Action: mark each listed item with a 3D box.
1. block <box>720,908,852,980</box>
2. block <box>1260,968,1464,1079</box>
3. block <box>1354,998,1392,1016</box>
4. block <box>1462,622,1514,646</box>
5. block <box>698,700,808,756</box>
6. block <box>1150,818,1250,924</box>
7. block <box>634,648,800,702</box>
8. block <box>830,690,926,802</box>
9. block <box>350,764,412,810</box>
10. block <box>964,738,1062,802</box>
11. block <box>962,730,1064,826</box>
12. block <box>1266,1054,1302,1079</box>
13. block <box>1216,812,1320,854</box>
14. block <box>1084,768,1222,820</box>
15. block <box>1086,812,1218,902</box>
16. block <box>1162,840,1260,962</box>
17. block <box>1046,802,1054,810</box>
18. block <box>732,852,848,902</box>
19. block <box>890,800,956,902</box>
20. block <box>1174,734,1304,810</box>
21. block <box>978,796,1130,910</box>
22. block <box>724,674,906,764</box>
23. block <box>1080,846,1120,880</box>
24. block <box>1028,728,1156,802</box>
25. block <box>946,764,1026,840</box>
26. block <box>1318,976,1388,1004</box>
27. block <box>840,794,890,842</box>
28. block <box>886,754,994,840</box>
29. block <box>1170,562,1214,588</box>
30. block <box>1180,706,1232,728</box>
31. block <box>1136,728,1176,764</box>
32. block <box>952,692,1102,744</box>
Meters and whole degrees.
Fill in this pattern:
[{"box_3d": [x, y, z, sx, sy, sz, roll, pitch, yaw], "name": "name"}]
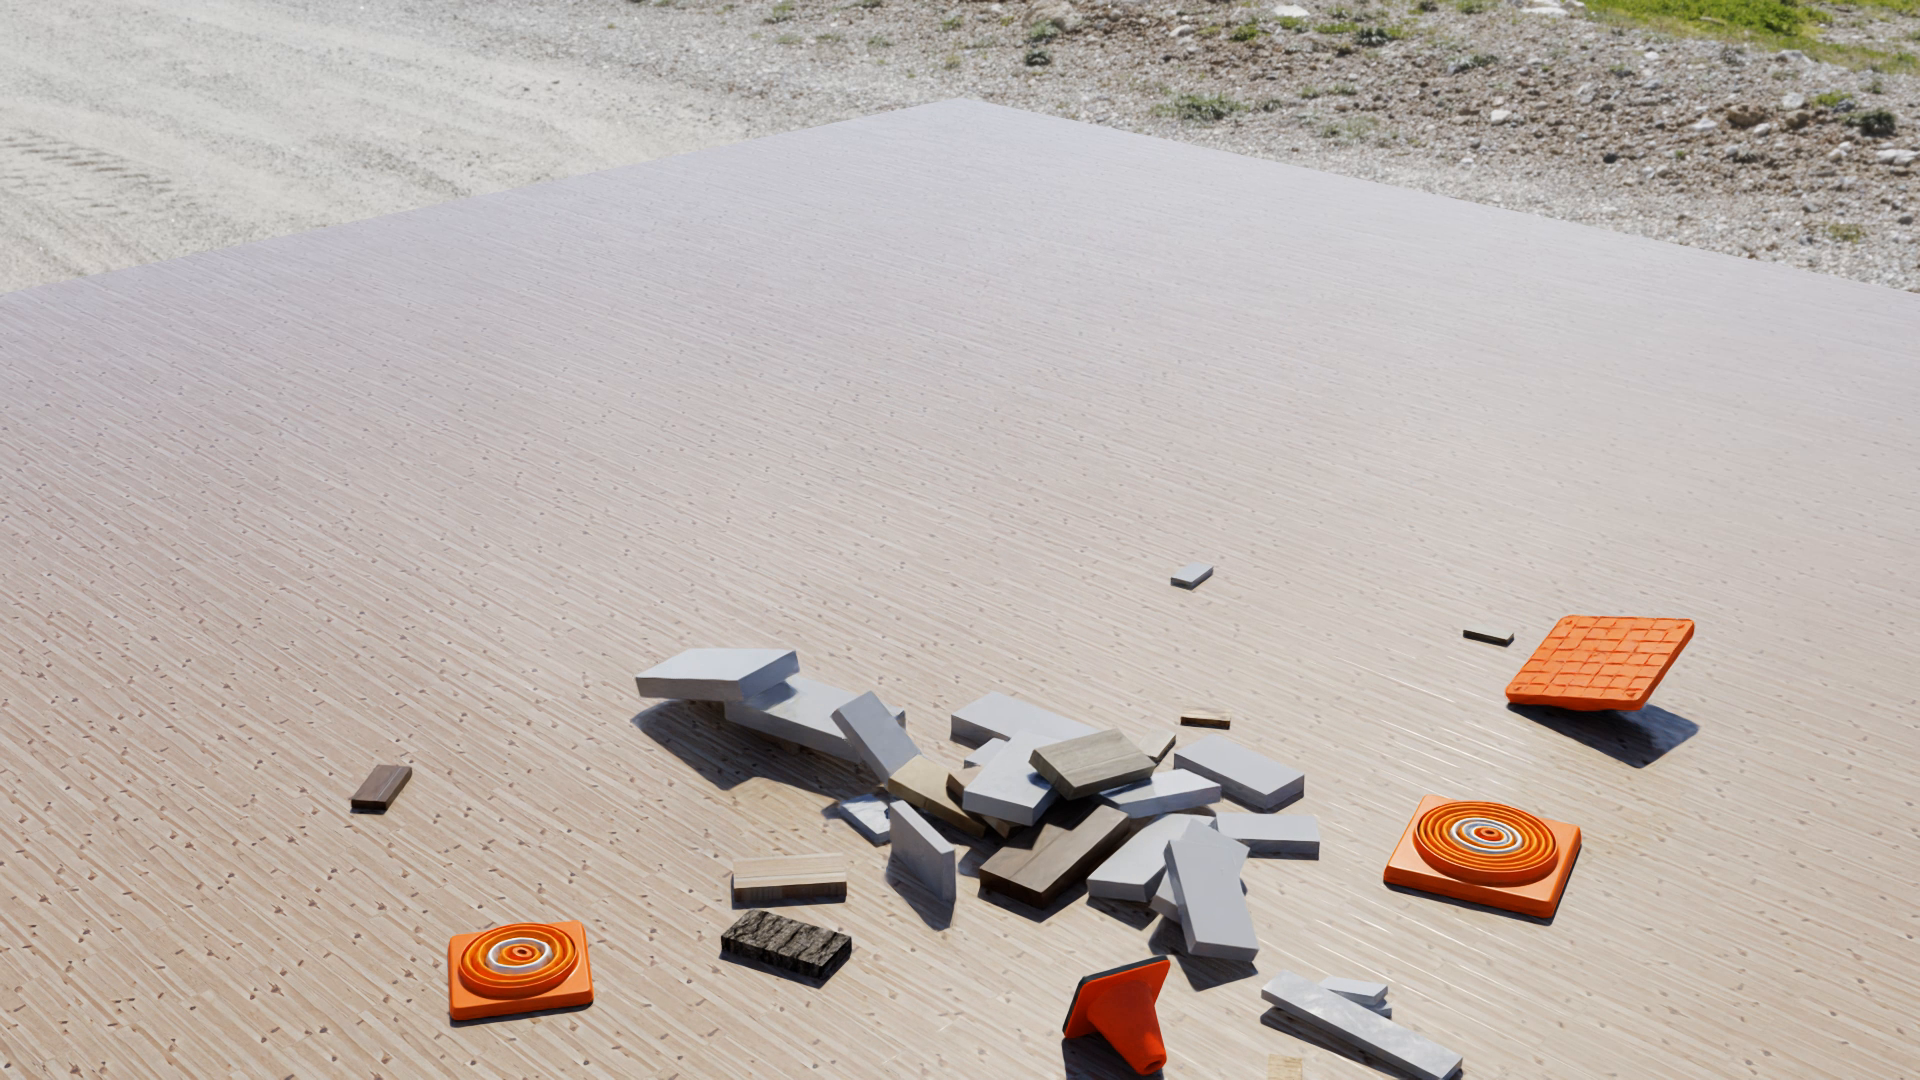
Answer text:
[{"box_3d": [-0.315, 0.733, 3.996, 0.212, 0.030, 0.106, 11, 25, 25], "name": "block"}, {"box_3d": [0.681, 0.829, 3.747, 0.351, 0.021, 0.074, 22, 33, 34], "name": "block"}, {"box_3d": [0.687, 0.814, 3.821, 0.112, 0.016, 0.056, -8, 24, -18], "name": "block"}, {"box_3d": [1.255, 0.221, 5.220, 0.107, 0.015, 0.054, 13, 26, 28], "name": "block"}, {"box_3d": [-0.409, 0.363, 4.842, 0.174, 0.049, 0.347, -19, 30, -38], "name": "block"}, {"box_3d": [0.452, 0.634, 4.131, 0.126, 0.036, 0.252, 27, 34, 6], "name": "block"}, {"box_3d": [-0.532, 0.293, 4.806, 0.347, 0.049, 0.174, -2, 18, 43], "name": "block"}, {"box_3d": [-0.156, 0.424, 4.545, 0.227, 0.032, 0.113, 50, 39, 12], "name": "block"}, {"box_3d": [-1.191, 0.509, 4.533, 0.074, 0.021, 0.148, 3, 23, 7], "name": "block"}, {"box_3d": [0.134, 0.474, 4.532, 0.227, 0.032, 0.113, 15, 27, 31], "name": "block"}, {"box_3d": [0.131, 0.475, 4.411, 0.147, 0.042, 0.294, 12, 23, 20], "name": "block"}, {"box_3d": [0.536, 0.893, 3.636, 0.056, 0.016, 0.113, 4, 23, 10], "name": "block"}, {"box_3d": [0.609, 0.580, 4.357, 0.198, 0.028, 0.099, 2, 23, 4], "name": "block"}, {"box_3d": [0.388, 0.513, 4.441, 0.252, 0.036, 0.126, -6, 14, -31], "name": "block"}, {"box_3d": [0.374, 0.609, 4.243, 0.126, 0.036, 0.296, 0, 19, 36], "name": "block"}, {"box_3d": [0.459, 0.660, 4.035, 0.124, 0.035, 0.248, 10, 36, -16], "name": "block"}, {"box_3d": [0.211, 0.536, 4.461, 0.099, 0.028, 0.198, -9, 25, -21], "name": "block"}, {"box_3d": [-0.326, 0.644, 4.205, 0.212, 0.030, 0.106, -3, 23, -6], "name": "block"}, {"box_3d": [-0.072, 0.595, 4.221, 0.030, 0.106, 0.212, -13, 26, -26], "name": "block"}, {"box_3d": [0.580, 0.481, 4.583, 0.124, 0.035, 0.248, -20, 30, -40], "name": "block"}, {"box_3d": [0.185, 0.598, 4.253, 0.147, 0.042, 0.294, 17, 35, 34], "name": "block"}, {"box_3d": [-0.310, 0.372, 4.694, 0.347, 0.049, 0.174, 15, 28, 28], "name": "block"}, {"box_3d": [0.266, 0.624, 4.270, 0.059, 0.017, 0.118, 15, 27, 31], "name": "block"}, {"box_3d": [0.268, 0.450, 4.425, 0.248, 0.035, 0.124, -8, 40, -44], "name": "block"}, {"box_3d": [0.072, 0.522, 4.398, 0.099, 0.028, 0.198, -9, 34, -39], "name": "block"}, {"box_3d": [0.685, 0.787, 3.846, 0.113, 0.016, 0.056, 2, 12, 36], "name": "block"}, {"box_3d": [-0.173, 0.558, 4.419, 0.074, 0.021, 0.148, -15, 27, -31], "name": "block"}, {"box_3d": [-0.022, 0.517, 4.437, 0.227, 0.032, 0.113, 25, 31, 20], "name": "block"}, {"box_3d": [0.584, 0.087, 5.534, 0.059, 0.017, 0.118, 14, 27, 30], "name": "block"}, {"box_3d": [0.540, 0.387, 4.829, 0.107, 0.015, 0.054, 4, 23, 10], "name": "block"}, {"box_3d": [0.414, 0.440, 4.702, 0.059, 0.017, 0.118, 10, 25, 23], "name": "block"}, {"box_3d": [0.154, 0.416, 4.728, 0.327, 0.042, 0.147, 18, 29, 36], "name": "block"}]
